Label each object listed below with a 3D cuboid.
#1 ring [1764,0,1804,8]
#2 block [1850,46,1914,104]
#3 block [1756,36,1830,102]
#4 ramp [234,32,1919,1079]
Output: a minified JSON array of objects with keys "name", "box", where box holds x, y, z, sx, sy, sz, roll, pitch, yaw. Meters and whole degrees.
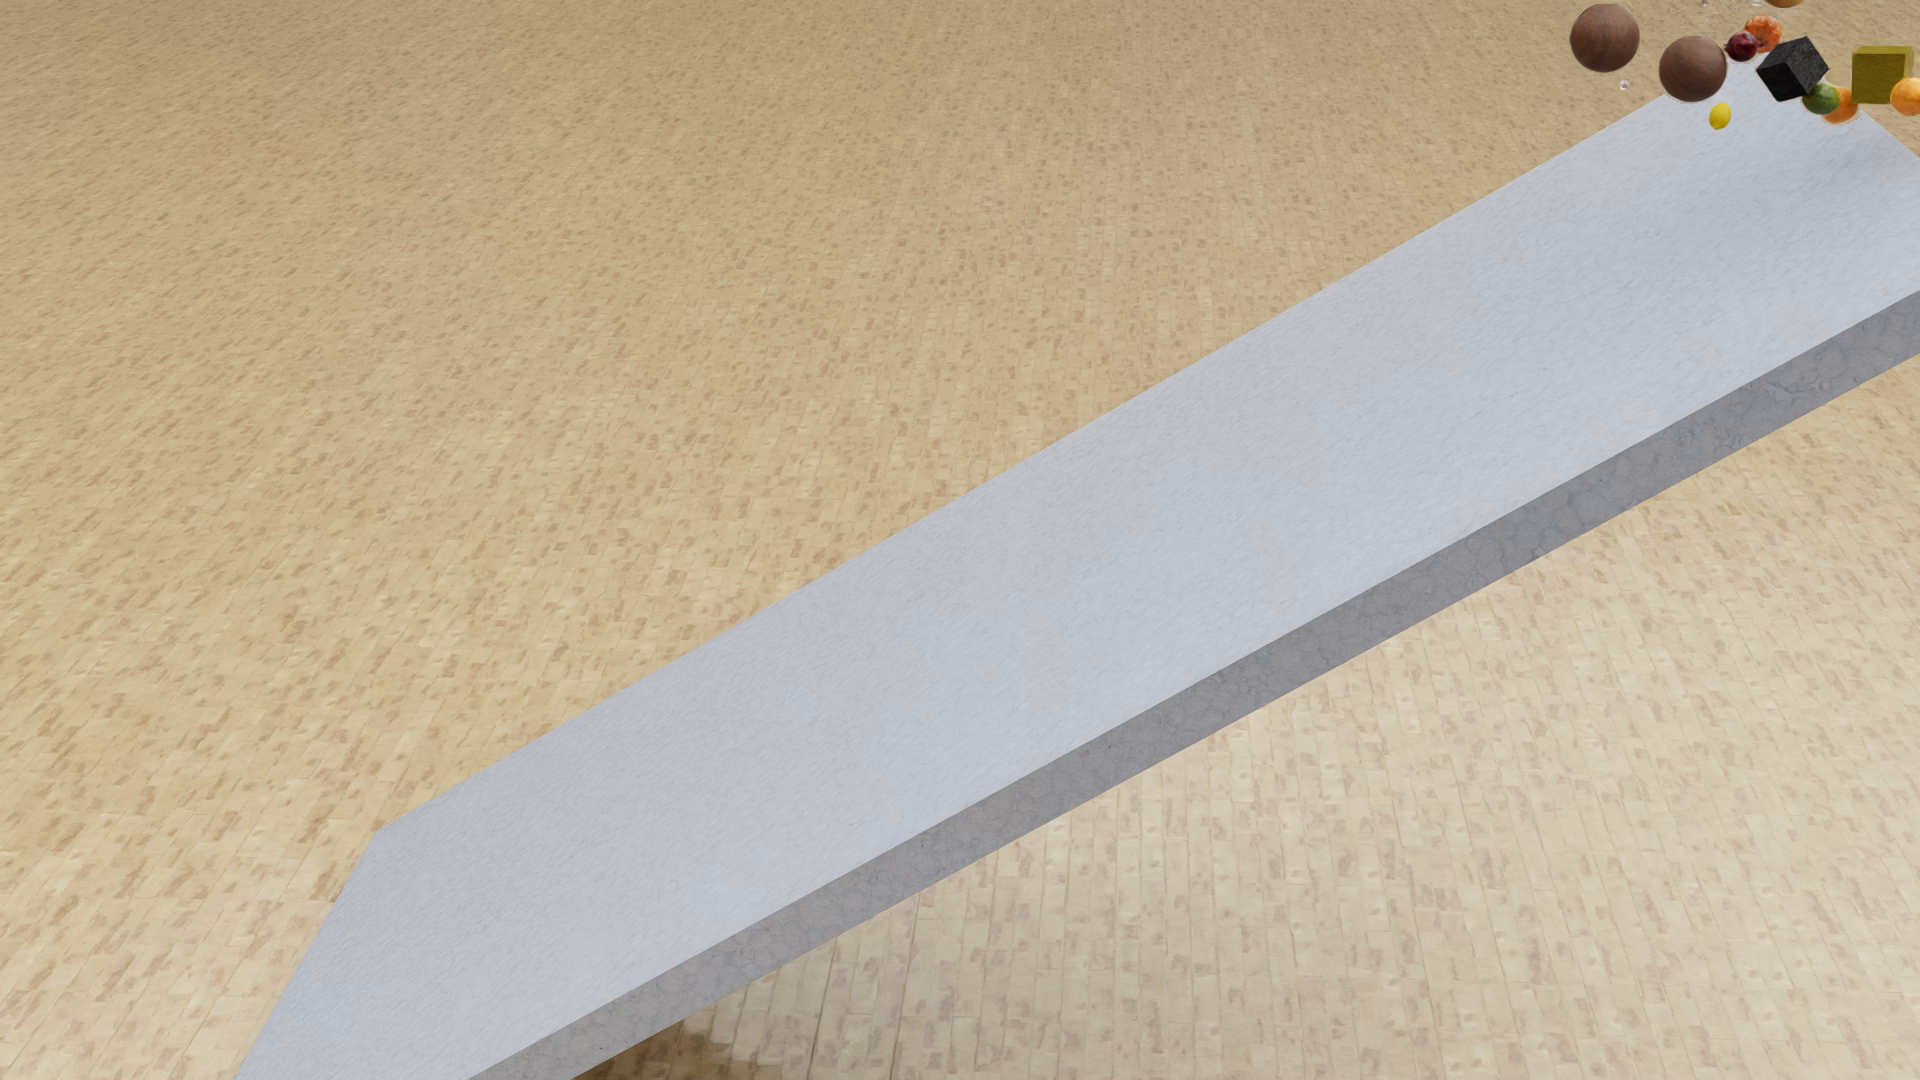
[{"name":"ring","box":[1.633,-1.102,5.832,0.108,0.036,0.108,-2,63,4]},{"name":"block","box":[1.752,-0.884,5.585,0.096,0.096,0.096,6,20,26]},{"name":"block","box":[1.576,-0.891,5.569,0.079,0.079,0.079,-48,18,-23]},{"name":"ramp","box":[0.141,0.169,6.290,4.000,0.100,2.000,-30,15,13]}]
